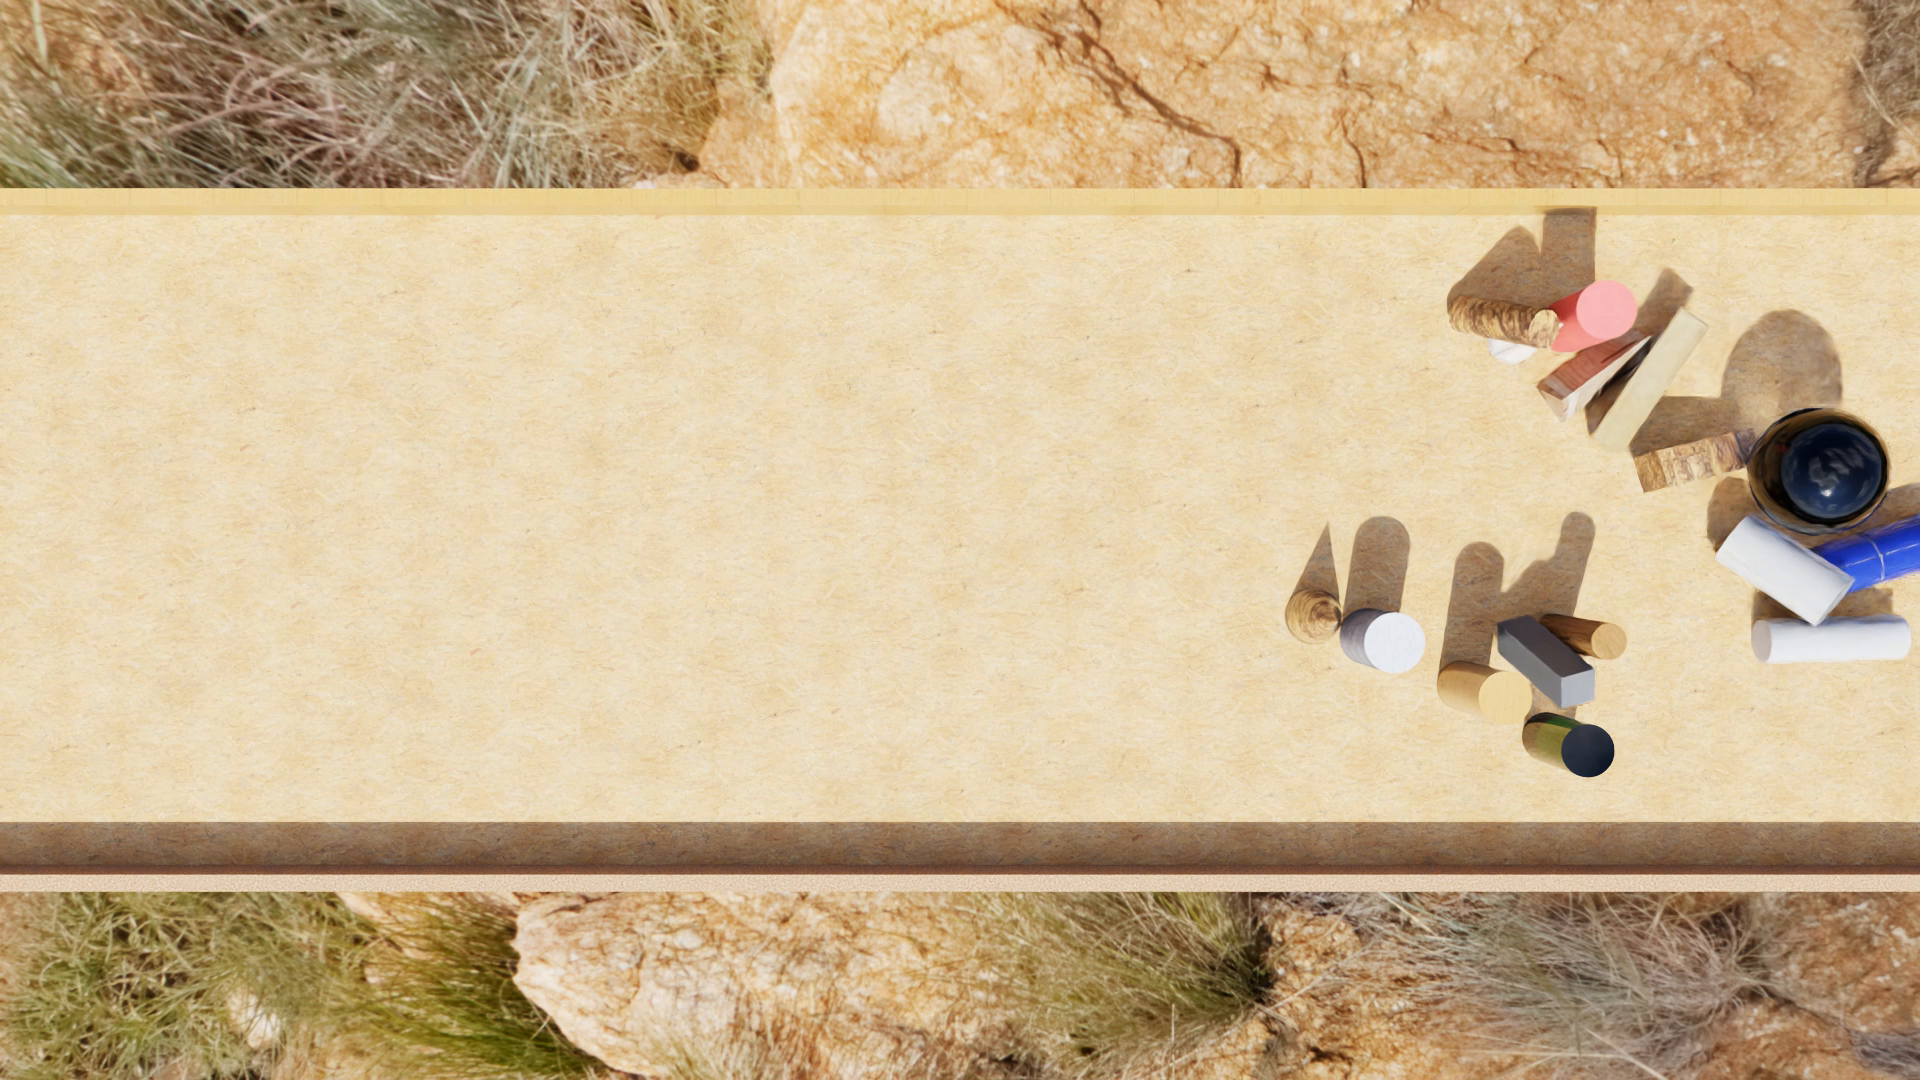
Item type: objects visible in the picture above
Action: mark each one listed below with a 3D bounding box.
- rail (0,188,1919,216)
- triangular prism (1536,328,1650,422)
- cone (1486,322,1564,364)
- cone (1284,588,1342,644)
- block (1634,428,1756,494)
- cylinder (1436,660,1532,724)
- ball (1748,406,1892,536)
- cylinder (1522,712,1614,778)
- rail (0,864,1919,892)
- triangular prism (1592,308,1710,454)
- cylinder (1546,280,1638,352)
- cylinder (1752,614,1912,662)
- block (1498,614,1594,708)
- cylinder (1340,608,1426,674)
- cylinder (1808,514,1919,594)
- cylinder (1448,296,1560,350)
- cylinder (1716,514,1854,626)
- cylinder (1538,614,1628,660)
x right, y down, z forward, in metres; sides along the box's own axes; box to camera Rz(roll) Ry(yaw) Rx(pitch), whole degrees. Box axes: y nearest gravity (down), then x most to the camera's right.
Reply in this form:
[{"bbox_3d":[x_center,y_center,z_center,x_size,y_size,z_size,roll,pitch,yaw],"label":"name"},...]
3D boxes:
[{"bbox_3d":[-2.247,-1.025,5.002,12.000,0.150,0.050,0,90,0],"label":"rail"},{"bbox_3d":[1.943,-0.513,5.015,0.329,0.117,0.135,-36,90,0],"label":"triangular prism"},{"bbox_3d":[1.716,-0.621,4.905,0.162,0.321,0.162,0,89,-9],"label":"cone"},{"bbox_3d":[1.087,0.234,4.910,0.177,0.333,0.177,0,90,0],"label":"cone"},{"bbox_3d":[2.222,-0.239,4.966,0.355,0.111,0.111,-13,84,-17],"label":"block"},{"bbox_3d":[1.543,0.447,4.870,0.152,0.413,0.152,0,90,0],"label":"cylinder"},{"bbox_3d":[2.489,-0.199,4.780,0.373,0.373,0.373,0,90,0],"label":"ball"},{"bbox_3d":[1.806,0.607,4.910,0.155,0.333,0.155,0,90,0],"label":"cylinder"},{"bbox_3d":[-2.247,1.025,5.001,12.000,0.150,0.050,0,90,0],"label":"rail"},{"bbox_3d":[2.059,-0.488,4.967,0.097,0.112,0.456,26,100,-40],"label":"triangular prism"},{"bbox_3d":[1.841,-0.653,4.853,0.166,0.431,0.166,0,91,6],"label":"cylinder"},{"bbox_3d":[2.644,0.299,5.011,0.417,0.131,0.131,-2,90,0],"label":"cylinder"},{"bbox_3d":[1.733,0.356,4.890,0.105,0.351,0.105,-14,117,-8],"label":"block"},{"bbox_3d":[1.254,0.297,4.916,0.175,0.321,0.175,0,90,0],"label":"cylinder"},{"bbox_3d":[2.791,0.043,4.996,0.410,0.162,0.162,-17,90,0],"label":"cylinder"},{"bbox_3d":[1.612,-0.649,4.898,0.113,0.345,0.113,-7,107,-23],"label":"cylinder"},{"bbox_3d":[2.457,0.087,4.920,0.335,0.176,0.176,41,90,28],"label":"cylinder"},{"bbox_3d":[1.837,0.285,4.891,0.107,0.361,0.107,0,92,-6],"label":"cylinder"}]
